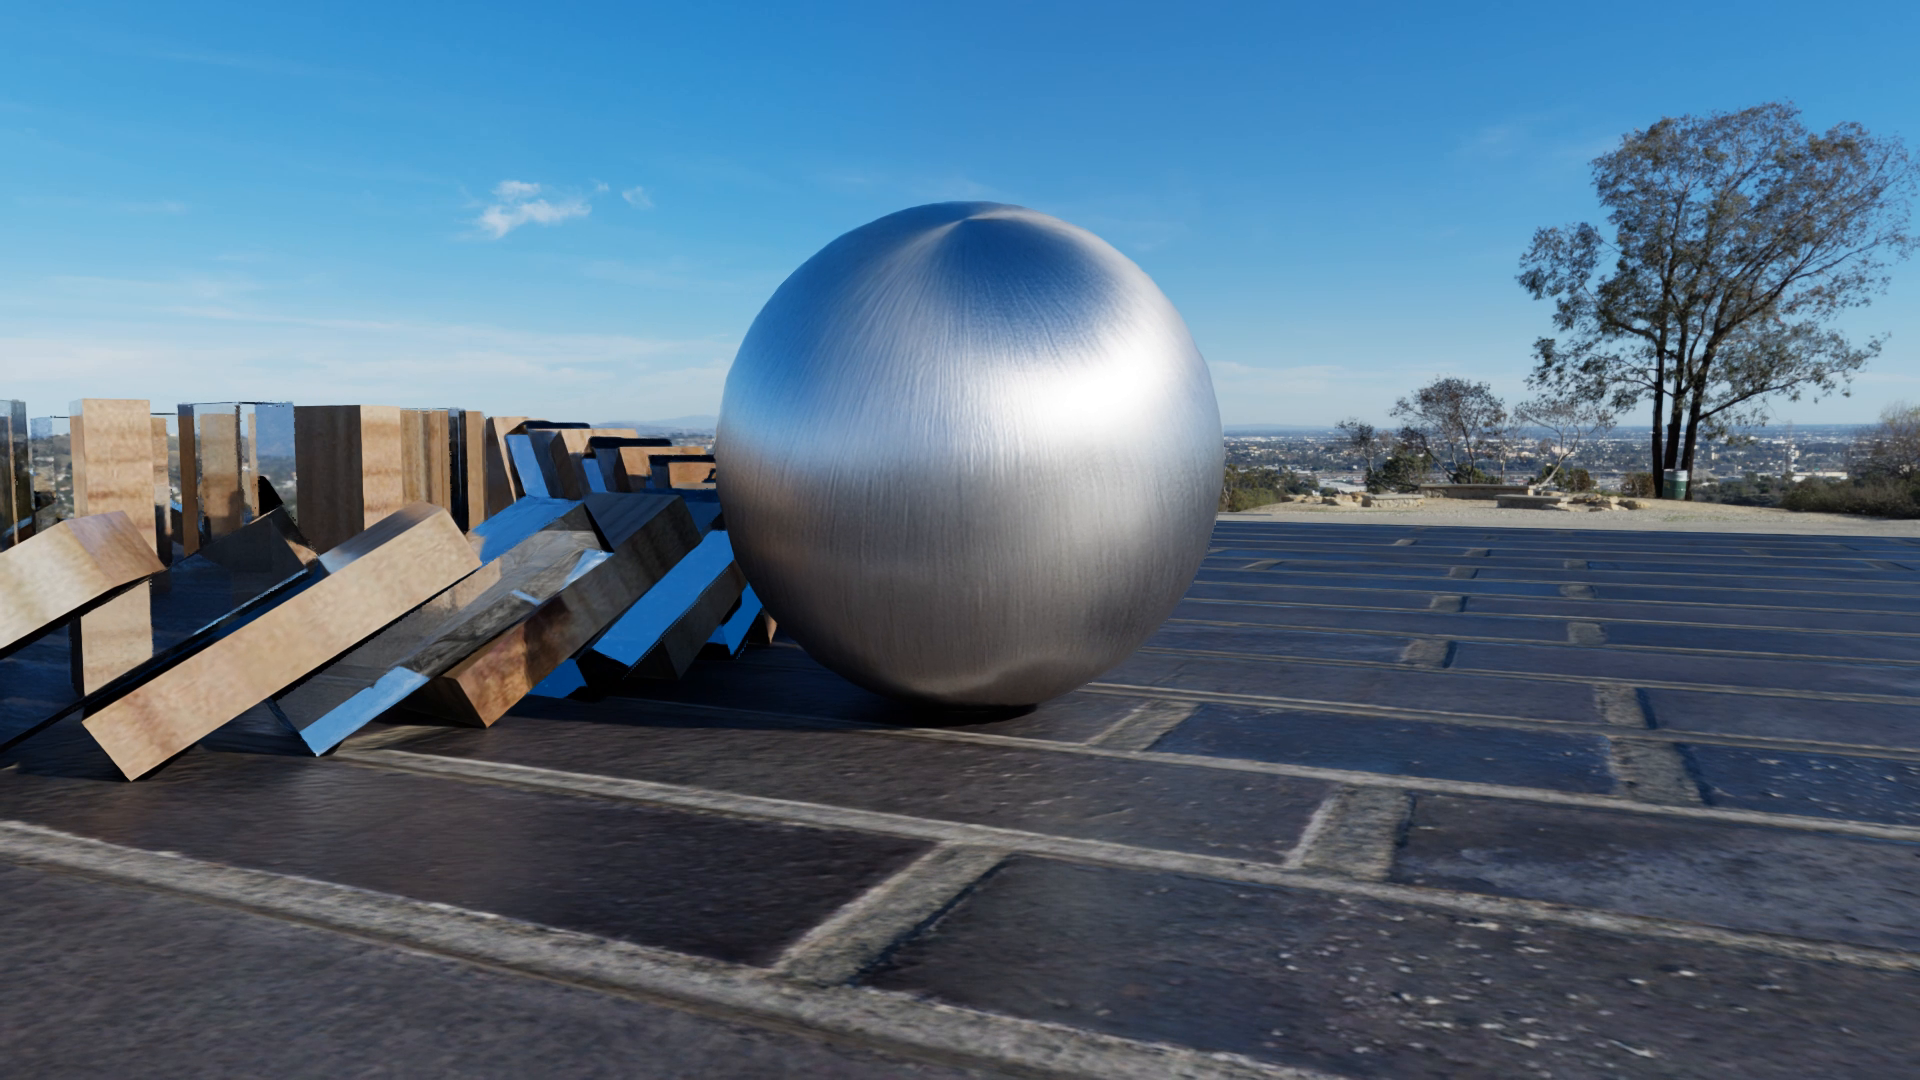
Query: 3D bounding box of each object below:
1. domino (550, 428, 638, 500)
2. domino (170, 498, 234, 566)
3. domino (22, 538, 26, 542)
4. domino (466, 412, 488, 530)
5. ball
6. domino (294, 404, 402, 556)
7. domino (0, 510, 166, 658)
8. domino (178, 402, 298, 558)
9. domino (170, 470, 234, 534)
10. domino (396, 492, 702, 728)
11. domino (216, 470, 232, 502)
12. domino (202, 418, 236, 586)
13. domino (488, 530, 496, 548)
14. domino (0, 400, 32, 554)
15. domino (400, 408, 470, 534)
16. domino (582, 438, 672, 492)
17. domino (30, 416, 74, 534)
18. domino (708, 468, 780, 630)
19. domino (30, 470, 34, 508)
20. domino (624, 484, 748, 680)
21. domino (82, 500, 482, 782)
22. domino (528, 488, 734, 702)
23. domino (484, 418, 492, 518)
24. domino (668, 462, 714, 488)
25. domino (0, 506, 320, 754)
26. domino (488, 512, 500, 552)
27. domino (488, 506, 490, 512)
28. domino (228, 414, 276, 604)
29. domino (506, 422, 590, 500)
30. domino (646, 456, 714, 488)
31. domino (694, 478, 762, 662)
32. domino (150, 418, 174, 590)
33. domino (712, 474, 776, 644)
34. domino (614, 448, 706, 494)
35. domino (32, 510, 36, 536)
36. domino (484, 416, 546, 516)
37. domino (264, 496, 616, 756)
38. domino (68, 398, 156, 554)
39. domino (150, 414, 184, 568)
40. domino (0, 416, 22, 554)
[{"bbox_3d":[-0.104,-0.010,0.388,0.025,0.050,0.009,-4,-27,-43],"label":"domino"},{"bbox_3d":[-0.277,-0.008,0.450,0.050,0.009,0.025,31,-9,-22],"label":"domino"},{"bbox_3d":[-0.320,-0.004,0.406,0.025,0.010,0.050,4,-24,43],"label":"domino"},{"bbox_3d":[-0.124,-0.005,0.299,0.025,0.050,0.010,-1,4,-15],"label":"domino"},{"bbox_3d":[0.001,-0.013,0.205,0.080,0.080,0.080,0,4,0],"label":"ball"},{"bbox_3d":[-0.125,-0.002,0.259,0.025,0.050,0.010,2,5,24],"label":"domino"},{"bbox_3d":[-0.129,0.014,0.160,0.050,0.010,0.025,-33,14,-14],"label":"domino"},{"bbox_3d":[-0.136,-0.001,0.242,0.025,0.050,0.010,3,5,36],"label":"domino"},{"bbox_3d":[-0.259,-0.009,0.459,0.050,0.010,0.025,30,-5,-17],"label":"domino"},{"bbox_3d":[-0.069,0.010,0.214,0.025,0.010,0.050,3,36,37],"label":"domino"},{"bbox_3d":[-0.240,-0.009,0.467,0.050,0.009,0.025,30,-2,-12],"label":"domino"},{"bbox_3d":[-0.227,-0.012,0.395,0.009,0.050,0.025,-2,5,-30],"label":"domino"},{"bbox_3d":[-0.200,-0.010,0.476,0.050,0.010,0.025,30,3,-4],"label":"domino"},{"bbox_3d":[-0.167,0.001,0.217,0.010,0.050,0.025,-1,5,-18],"label":"domino"},{"bbox_3d":[-0.121,-0.003,0.279,0.025,0.050,0.009,0,4,1],"label":"domino"},{"bbox_3d":[-0.092,-0.008,0.377,0.025,0.050,0.009,-3,-35,-37],"label":"domino"},{"bbox_3d":[-0.258,-0.010,0.370,0.025,0.050,0.010,4,6,43],"label":"domino"},{"bbox_3d":[-0.052,0.001,0.311,0.025,0.009,0.050,0,39,1],"label":"domino"},{"bbox_3d":[-0.293,-0.007,0.438,0.050,0.009,0.025,33,-13,-29],"label":"domino"},{"bbox_3d":[-0.056,0.007,0.252,0.025,0.009,0.050,2,36,21],"label":"domino"},{"bbox_3d":[-0.095,0.012,0.181,0.050,0.010,0.025,-36,21,-24],"label":"domino"},{"bbox_3d":[-0.061,0.008,0.232,0.025,0.010,0.050,2,36,30],"label":"domino"},{"bbox_3d":[-0.150,-0.013,0.405,0.009,0.050,0.025,-4,3,15],"label":"domino"},{"bbox_3d":[-0.061,-0.001,0.331,0.025,0.010,0.050,-1,42,-17],"label":"domino"},{"bbox_3d":[-0.111,0.013,0.169,0.050,0.010,0.025,-34,17,-18],"label":"domino"},{"bbox_3d":[-0.180,-0.010,0.478,0.050,0.010,0.025,30,5,1],"label":"domino"},{"bbox_3d":[-0.159,-0.010,0.479,0.050,0.009,0.025,31,9,7],"label":"domino"},{"bbox_3d":[-0.184,-0.008,0.338,0.010,0.050,0.025,-2,5,-20],"label":"domino"},{"bbox_3d":[-0.120,-0.012,0.396,0.010,0.050,0.025,-27,-11,31],"label":"domino"},{"bbox_3d":[-0.069,-0.003,0.347,0.025,0.010,0.050,-2,44,-22],"label":"domino"},{"bbox_3d":[-0.051,0.005,0.271,0.025,0.009,0.050,1,37,16],"label":"domino"},{"bbox_3d":[-0.243,-0.011,0.384,0.010,0.050,0.025,-3,5,-38],"label":"domino"},{"bbox_3d":[-0.050,0.003,0.292,0.025,0.009,0.050,1,38,9],"label":"domino"},{"bbox_3d":[-0.080,-0.005,0.363,0.025,0.009,0.050,-2,49,-30],"label":"domino"},{"bbox_3d":[-0.307,-0.006,0.422,0.025,0.009,0.050,5,-23,48],"label":"domino"},{"bbox_3d":[-0.135,-0.013,0.401,0.009,0.050,0.025,-15,-1,21],"label":"domino"},{"bbox_3d":[-0.080,0.011,0.195,0.050,0.009,0.025,-39,26,-29],"label":"domino"},{"bbox_3d":[-0.149,0.001,0.227,0.010,0.050,0.025,-3,6,-39],"label":"domino"},{"bbox_3d":[-0.202,-0.007,0.329,0.010,0.050,0.025,-2,5,-30],"label":"domino"},{"bbox_3d":[-0.271,-0.009,0.354,0.025,0.050,0.010,3,5,31],"label":"domino"}]
